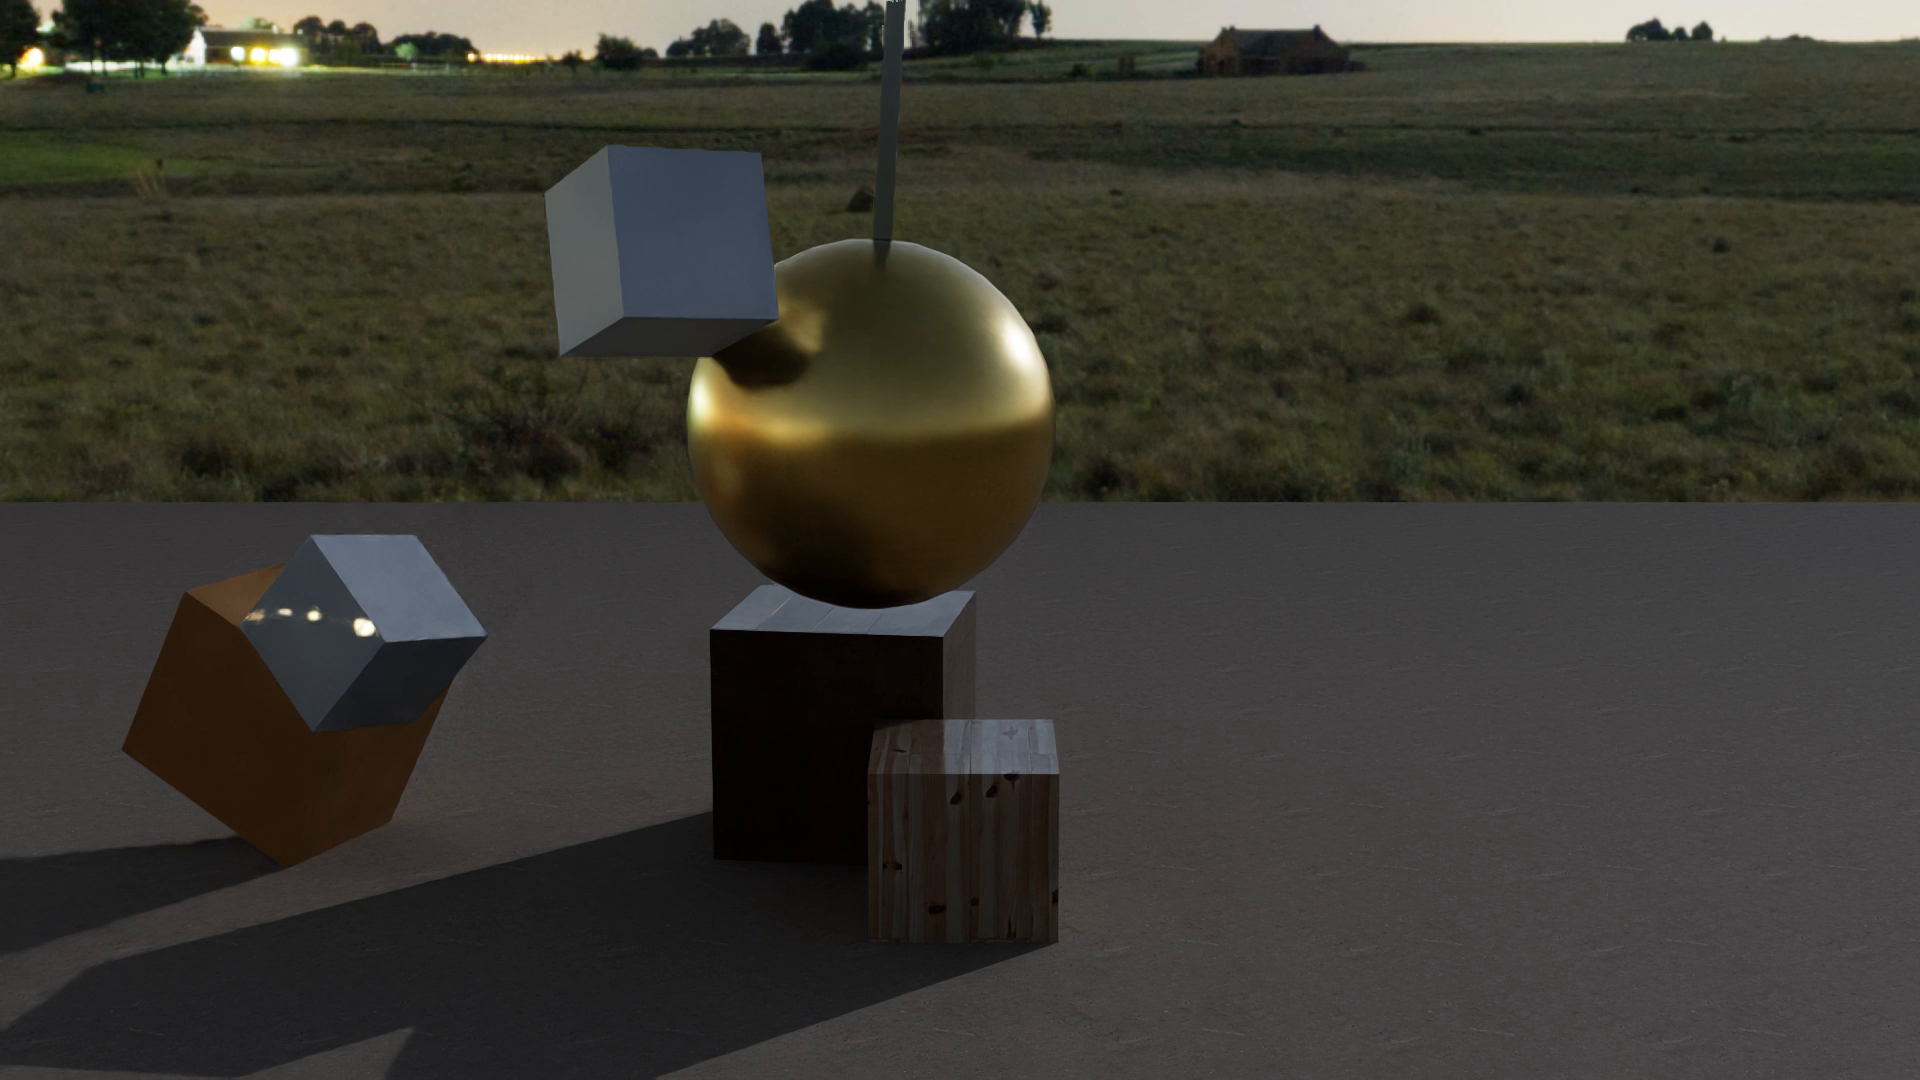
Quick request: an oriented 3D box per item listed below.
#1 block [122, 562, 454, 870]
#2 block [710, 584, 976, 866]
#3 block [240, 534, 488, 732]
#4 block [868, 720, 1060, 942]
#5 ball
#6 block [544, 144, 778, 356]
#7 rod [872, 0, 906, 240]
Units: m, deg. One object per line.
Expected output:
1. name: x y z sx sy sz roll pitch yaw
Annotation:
1. block: -3.081 0.783 11.815 0.994 0.870 0.805 32 20 14
2. block: -0.520 0.845 11.938 1.051 1.066 1.017 2 10 8
3. block: -2.580 0.393 11.121 0.611 0.568 0.649 50 23 20
4. block: 0.016 1.217 10.876 0.776 0.714 0.888 0 10 0
5. ball: -0.382 -0.501 11.089 1.600 1.600 1.600 0 10 0
6. block: -1.206 -1.147 10.322 0.665 0.682 0.658 -2 -8 -31
7. rod: -0.166 -3.839 10.482 0.080 5.200 0.080 4 10 -1
